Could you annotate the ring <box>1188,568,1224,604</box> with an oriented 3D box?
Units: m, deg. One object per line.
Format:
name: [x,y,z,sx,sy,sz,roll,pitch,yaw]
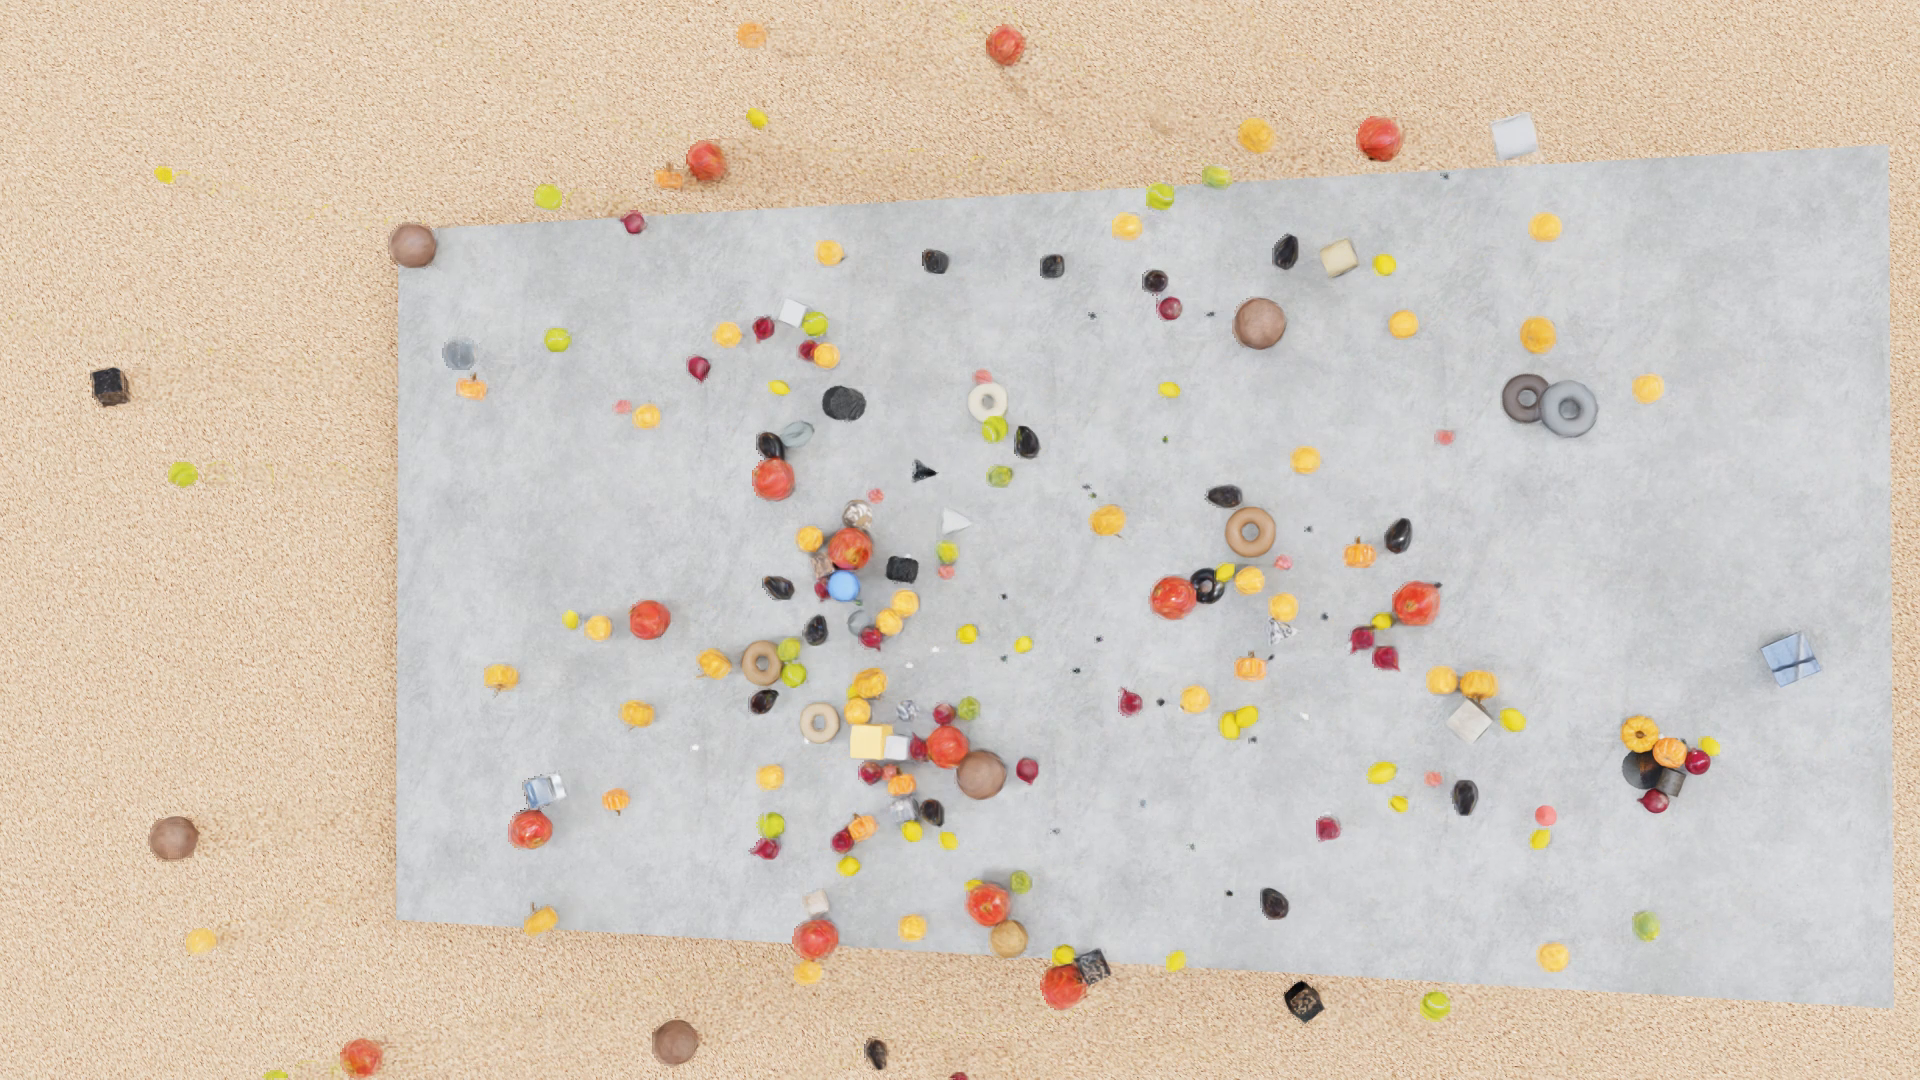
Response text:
ring: [0.628,0.118,5.592,0.094,0.031,0.094,-1,87,19]

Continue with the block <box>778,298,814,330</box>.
block: [-0.442,-0.612,5.950,0.061,0.061,0.061,24,97,18]

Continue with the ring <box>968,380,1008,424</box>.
ring: [0.075,-0.363,5.783,0.112,0.037,0.112,0,90,20]

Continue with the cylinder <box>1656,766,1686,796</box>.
cylinder: [1.685,0.573,5.213,0.056,0.056,0.056,22,89,0]

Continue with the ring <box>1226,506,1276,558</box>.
ring: [0.733,-0.020,5.551,0.131,0.044,0.131,-1,88,19]

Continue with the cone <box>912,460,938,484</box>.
cone: [-0.088,-0.180,5.840,0.066,0.066,0.066,7,89,-8]

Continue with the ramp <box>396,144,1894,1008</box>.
ramp: [0.278,0.091,5.780,4.000,0.100,2.000,0,89,19]

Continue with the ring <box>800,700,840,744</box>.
ring: [-0.379,0.491,5.925,0.115,0.038,0.115,0,90,18]

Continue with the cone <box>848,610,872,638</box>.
cone: [-0.280,0.225,5.877,0.074,0.074,0.074,0,89,19]

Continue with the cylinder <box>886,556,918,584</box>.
cylinder: [-0.153,0.079,5.840,0.065,0.065,0.065,9,89,19]

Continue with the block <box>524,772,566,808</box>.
block: [-1.154,0.696,6.117,0.072,0.072,0.072,-18,89,18]

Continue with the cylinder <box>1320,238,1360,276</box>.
cylinder: [0.944,-0.703,5.471,0.076,0.076,0.076,-14,89,27]

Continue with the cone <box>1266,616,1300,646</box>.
cone: [0.818,0.230,5.523,0.077,0.077,0.077,0,89,-8]

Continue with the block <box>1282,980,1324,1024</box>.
block: [0.995,1.337,6.369,0.073,0.073,0.073,-44,118,14]

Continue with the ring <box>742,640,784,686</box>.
ring: [-0.536,0.335,5.979,0.125,0.042,0.125,0,90,18]

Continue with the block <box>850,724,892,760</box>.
block: [-0.234,0.535,5.851,0.085,0.085,0.085,1,90,19]

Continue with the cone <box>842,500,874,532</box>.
cone: [-0.290,-0.065,5.875,0.091,0.091,0.091,0,89,19]

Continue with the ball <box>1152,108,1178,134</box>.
ball: [0.545,-1.118,5.858,0.069,0.069,0.069,0,89,0]

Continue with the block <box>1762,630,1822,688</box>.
block: [1.931,0.276,5.111,0.098,0.098,0.098,-26,81,17]

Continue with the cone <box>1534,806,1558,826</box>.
cone: [1.412,0.669,5.306,0.052,0.052,0.052,0,89,19]

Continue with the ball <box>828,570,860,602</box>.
ball: [-0.310,0.123,5.865,0.085,0.085,0.085,0,89,0]

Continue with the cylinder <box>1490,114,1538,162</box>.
cylinder: [1.348,-0.978,5.346,0.094,0.094,0.094,-14,89,15]

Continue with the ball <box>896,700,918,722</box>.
ball: [-0.139,0.453,5.833,0.060,0.060,0.060,0,89,0]

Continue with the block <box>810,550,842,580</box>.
block: [-0.360,0.067,5.914,0.058,0.058,0.058,-24,82,17]

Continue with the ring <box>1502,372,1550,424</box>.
ring: [1.378,-0.345,5.338,0.122,0.041,0.122,0,90,18]

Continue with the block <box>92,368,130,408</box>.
block: [-2.474,-0.445,6.412,0.077,0.077,0.077,-12,66,-7]

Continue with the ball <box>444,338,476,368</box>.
ball: [-1.422,-0.533,6.267,0.088,0.088,0.088,0,89,0]

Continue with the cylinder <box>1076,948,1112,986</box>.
cylinder: [0.343,1.097,5.653,0.072,0.072,0.072,-26,80,0]

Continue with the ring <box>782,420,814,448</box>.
ring: [-0.439,-0.286,5.938,0.092,0.092,0.031,-22,130,0]

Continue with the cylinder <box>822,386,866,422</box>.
cylinder: [-0.311,-0.365,5.886,0.090,0.090,0.090,0,89,19]

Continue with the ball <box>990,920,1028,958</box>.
ball: [0.127,1.037,5.713,0.100,0.100,0.100,0,89,0]

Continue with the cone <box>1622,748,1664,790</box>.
cone: [1.619,0.546,5.212,0.100,0.100,0.100,0,89,19]

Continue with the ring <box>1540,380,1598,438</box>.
ring: [1.463,-0.314,5.287,0.141,0.047,0.141,0,86,-3]

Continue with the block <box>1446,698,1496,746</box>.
block: [1.243,0.441,5.352,0.081,0.081,0.081,42,102,15]

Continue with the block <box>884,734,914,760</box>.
block: [-0.160,0.549,5.839,0.059,0.059,0.059,5,91,19]
